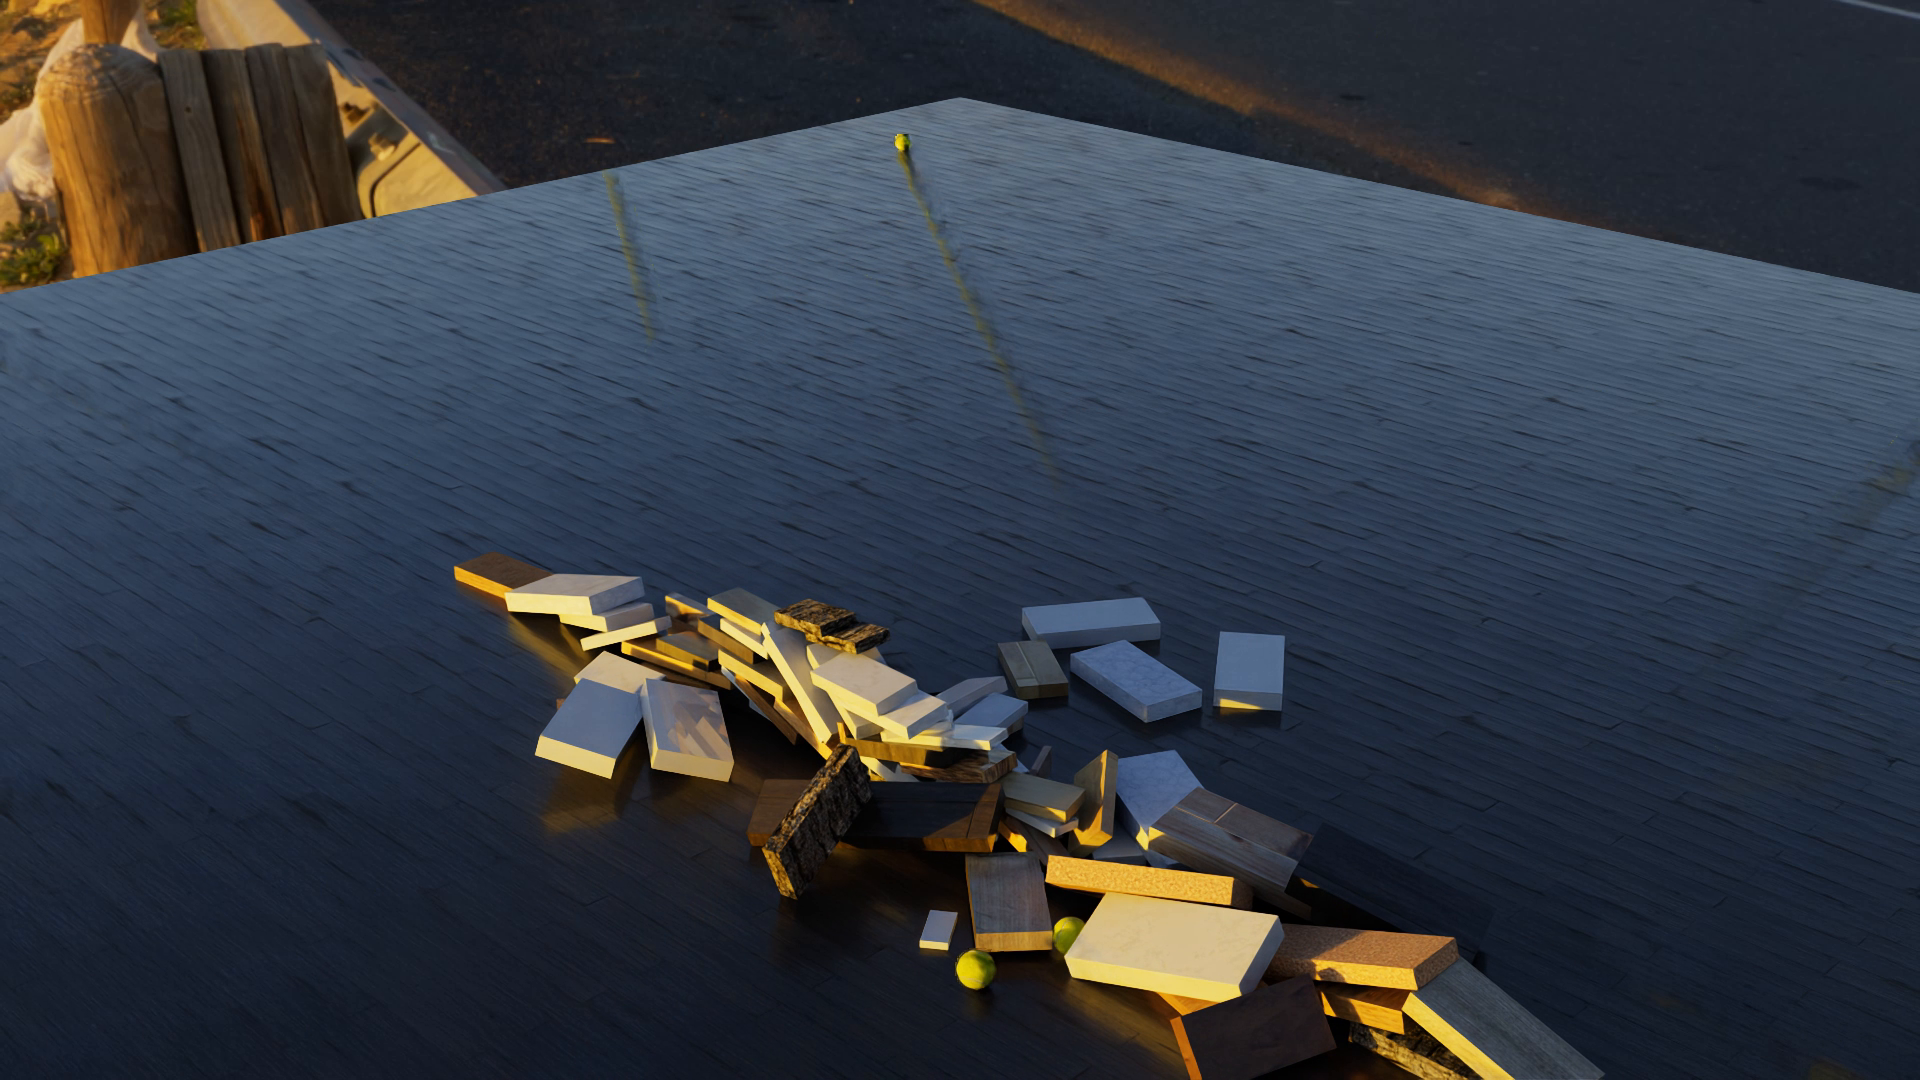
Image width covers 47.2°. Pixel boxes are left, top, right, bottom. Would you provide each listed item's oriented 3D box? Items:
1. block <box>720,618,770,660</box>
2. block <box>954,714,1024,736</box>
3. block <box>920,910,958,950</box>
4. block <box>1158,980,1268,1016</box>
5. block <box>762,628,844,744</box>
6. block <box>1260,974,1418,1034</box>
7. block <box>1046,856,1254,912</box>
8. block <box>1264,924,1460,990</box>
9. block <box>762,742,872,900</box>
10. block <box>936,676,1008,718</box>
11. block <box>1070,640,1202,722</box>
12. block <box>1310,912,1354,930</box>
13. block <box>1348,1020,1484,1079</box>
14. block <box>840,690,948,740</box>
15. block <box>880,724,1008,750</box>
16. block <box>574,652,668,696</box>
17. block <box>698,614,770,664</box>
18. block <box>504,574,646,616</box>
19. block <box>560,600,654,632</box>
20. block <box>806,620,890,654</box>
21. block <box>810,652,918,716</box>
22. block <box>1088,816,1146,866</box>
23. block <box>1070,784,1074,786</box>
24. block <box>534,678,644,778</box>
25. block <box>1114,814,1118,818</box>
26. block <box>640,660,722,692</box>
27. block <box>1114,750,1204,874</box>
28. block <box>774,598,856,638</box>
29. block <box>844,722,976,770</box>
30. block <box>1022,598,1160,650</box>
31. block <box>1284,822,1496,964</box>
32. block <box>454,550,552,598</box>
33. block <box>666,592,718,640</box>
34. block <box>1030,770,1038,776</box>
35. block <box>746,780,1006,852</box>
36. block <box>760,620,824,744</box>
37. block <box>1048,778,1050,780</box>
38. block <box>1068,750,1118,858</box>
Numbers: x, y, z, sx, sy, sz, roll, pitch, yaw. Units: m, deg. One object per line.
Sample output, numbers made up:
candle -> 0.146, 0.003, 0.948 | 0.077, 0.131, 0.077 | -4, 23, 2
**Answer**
block -> -0.435, 0.204, 4.797 | 0.089, 0.025, 0.177 | -16, 30, -37
block -> 0.019, 0.412, 4.747 | 0.114, 0.032, 0.229 | 19, 30, 38
block -> -0.039, 0.718, 4.050 | 0.052, 0.015, 0.104 | 4, 23, 9
block -> 0.437, 0.780, 3.823 | 0.131, 0.037, 0.263 | -31, 33, -18
block -> -0.293, 0.296, 4.658 | 0.132, 0.037, 0.264 | -18, 65, -37
block -> 0.683, 0.772, 3.803 | 0.149, 0.042, 0.299 | -22, 18, -41
block -> 0.350, 0.632, 4.035 | 0.346, 0.049, 0.173 | 4, -13, 21
block -> 0.648, 0.719, 3.817 | 0.424, 0.037, 0.131 | -5, 12, 46
block -> -0.269, 0.535, 4.199 | 0.039, 0.139, 0.277 | 14, 49, 29
block -> -0.040, 0.367, 4.799 | 0.114, 0.032, 0.314 | -9, 11, 45
block -> 0.395, 0.316, 4.961 | 0.150, 0.043, 0.301 | -13, 26, -28
block -> 0.726, 0.668, 4.124 | 0.175, 0.049, 0.349 | -21, 30, -40
block -> 0.821, 0.854, 3.694 | 0.299, 0.042, 0.149 | 21, 31, 40
block -> -0.135, 0.332, 4.437 | 0.107, 0.030, 0.214 | -30, 34, -32
block -> -0.032, 0.389, 4.390 | 0.264, 0.019, 0.067 | 1, 19, 35
block -> -0.761, 0.317, 4.942 | 0.200, 0.028, 0.100 | 17, 46, 35
block -> -0.475, 0.211, 4.852 | 0.105, 0.030, 0.210 | -17, 29, -37
block -> -0.927, 0.130, 5.287 | 0.327, 0.046, 0.163 | 1, 17, 42
block -> -0.841, 0.174, 5.224 | 0.126, 0.036, 0.251 | -16, 13, -33
block -> -0.236, 0.198, 4.615 | 0.090, 0.026, 0.181 | -22, 21, -35
block -> -0.196, 0.289, 4.472 | 0.107, 0.030, 0.214 | -30, 34, -32
block -> 0.291, 0.575, 4.369 | 0.104, 0.029, 0.260 | -3, 23, -8
block -> 0.206, 0.535, 4.419 | 0.058, 0.016, 0.116 | -4, 34, 30
block -> -0.774, 0.396, 4.675 | 0.163, 0.046, 0.327 | 17, 19, 0
block -> 0.313, 0.528, 4.420 | 0.058, 0.016, 0.116 | -19, 29, -37
block -> -0.633, 0.309, 4.997 | 0.200, 0.028, 0.100 | 9, 25, 21
block -> 0.413, 0.541, 4.323 | 0.175, 0.049, 0.349 | -7, 30, -18
block -> -0.308, 0.165, 4.673 | 0.090, 0.026, 0.181 | -20, 20, -33
block -> -0.091, 0.407, 4.466 | 0.264, 0.037, 0.132 | 4, 21, 40
block -> 0.312, 0.199, 5.238 | 0.301, 0.043, 0.150 | -5, 23, -11
block -> 0.781, 0.654, 3.987 | 0.346, 0.049, 0.173 | 26, 37, 15
block -> -1.131, 0.094, 5.494 | 0.251, 0.036, 0.126 | 18, 29, 36
block -> -0.571, 0.218, 5.114 | 0.315, 0.105, 0.030 | 21, 30, 40
block -> 0.145, 0.518, 4.408 | 0.015, 0.103, 0.052 | 3, 23, 7
block -> -0.165, 0.537, 4.299 | 0.495, 0.039, 0.139 | -1, 43, 18
block -> -0.321, 0.294, 4.688 | 0.089, 0.025, 0.296 | -13, 62, -35
block -> 0.169, 0.522, 4.507 | 0.067, 0.019, 0.133 | -8, 24, -18
block -> 0.261, 0.521, 4.323 | 0.029, 0.104, 0.208 | 32, 39, -20
